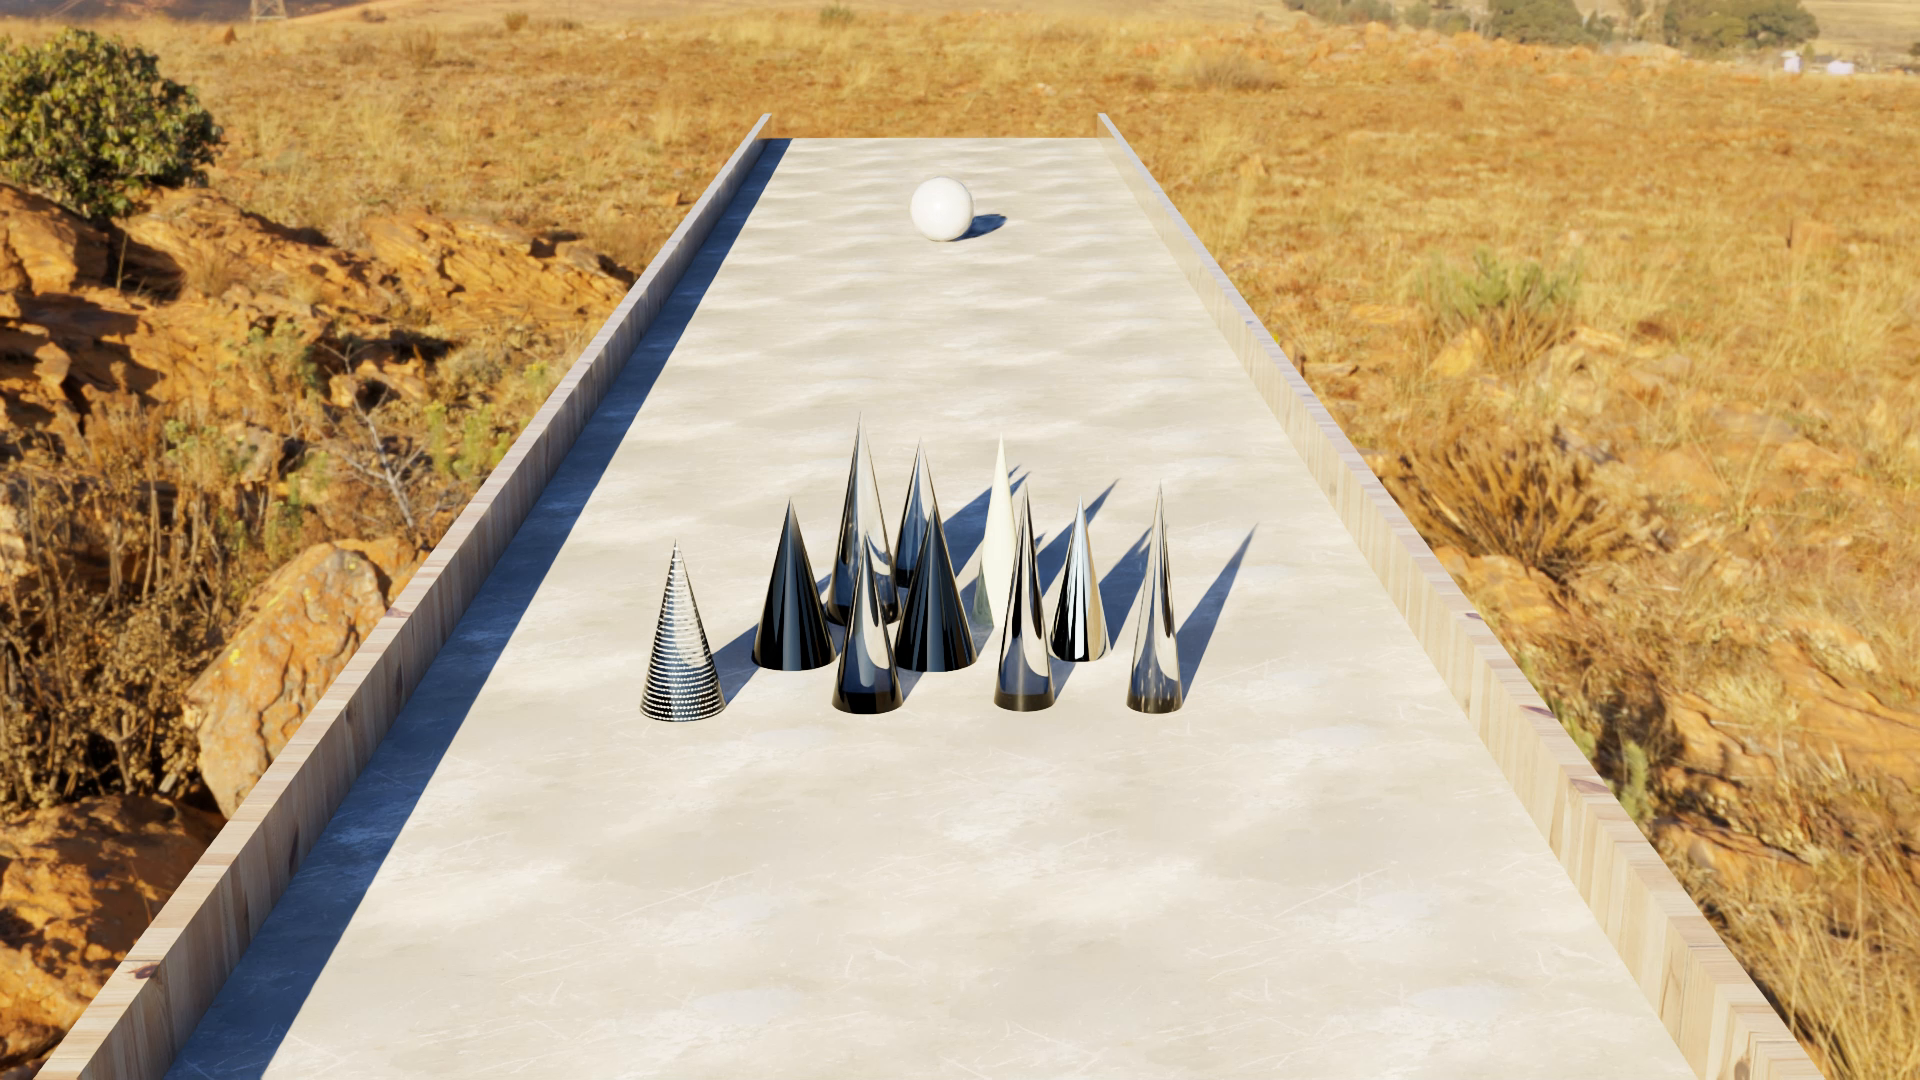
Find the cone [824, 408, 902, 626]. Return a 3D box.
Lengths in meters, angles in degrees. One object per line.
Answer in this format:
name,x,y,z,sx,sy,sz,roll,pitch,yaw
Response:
cone,-0.205,-0.057,4.623,0.168,0.454,0.168,0,17,0

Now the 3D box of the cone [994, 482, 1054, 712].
cone,0.122,0.094,4.132,0.117,0.443,0.117,0,17,0

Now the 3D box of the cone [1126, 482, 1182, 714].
cone,0.369,0.097,4.116,0.108,0.447,0.108,0,17,0

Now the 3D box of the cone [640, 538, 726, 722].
cone,-0.525,0.154,4.119,0.164,0.337,0.164,0,17,0

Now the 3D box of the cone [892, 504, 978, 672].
cone,-0.053,0.082,4.385,0.177,0.323,0.177,0,17,0

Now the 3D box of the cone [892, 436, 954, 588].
cone,-0.087,-0.073,4.885,0.152,0.334,0.152,0,17,0

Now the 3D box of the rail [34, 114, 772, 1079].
rail,-1.118,-0.838,7.780,0.050,0.150,12.000,0,17,-1

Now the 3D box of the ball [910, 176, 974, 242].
ball,-0.079,-1.439,9.571,0.282,0.282,0.282,0,17,0

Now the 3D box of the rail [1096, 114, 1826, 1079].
rail,0.932,-0.844,7.801,0.050,0.150,12.000,0,17,-1

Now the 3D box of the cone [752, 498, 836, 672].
cone,-0.335,0.074,4.388,0.173,0.337,0.173,0,17,0

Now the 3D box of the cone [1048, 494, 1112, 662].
cone,0.240,0.067,4.421,0.134,0.332,0.134,0,17,0

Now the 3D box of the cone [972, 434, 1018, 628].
cone,0.086,-0.031,4.612,0.123,0.409,0.123,0,17,0

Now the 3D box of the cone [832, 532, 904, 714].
cone,-0.176,0.146,4.142,0.138,0.339,0.138,0,17,0
